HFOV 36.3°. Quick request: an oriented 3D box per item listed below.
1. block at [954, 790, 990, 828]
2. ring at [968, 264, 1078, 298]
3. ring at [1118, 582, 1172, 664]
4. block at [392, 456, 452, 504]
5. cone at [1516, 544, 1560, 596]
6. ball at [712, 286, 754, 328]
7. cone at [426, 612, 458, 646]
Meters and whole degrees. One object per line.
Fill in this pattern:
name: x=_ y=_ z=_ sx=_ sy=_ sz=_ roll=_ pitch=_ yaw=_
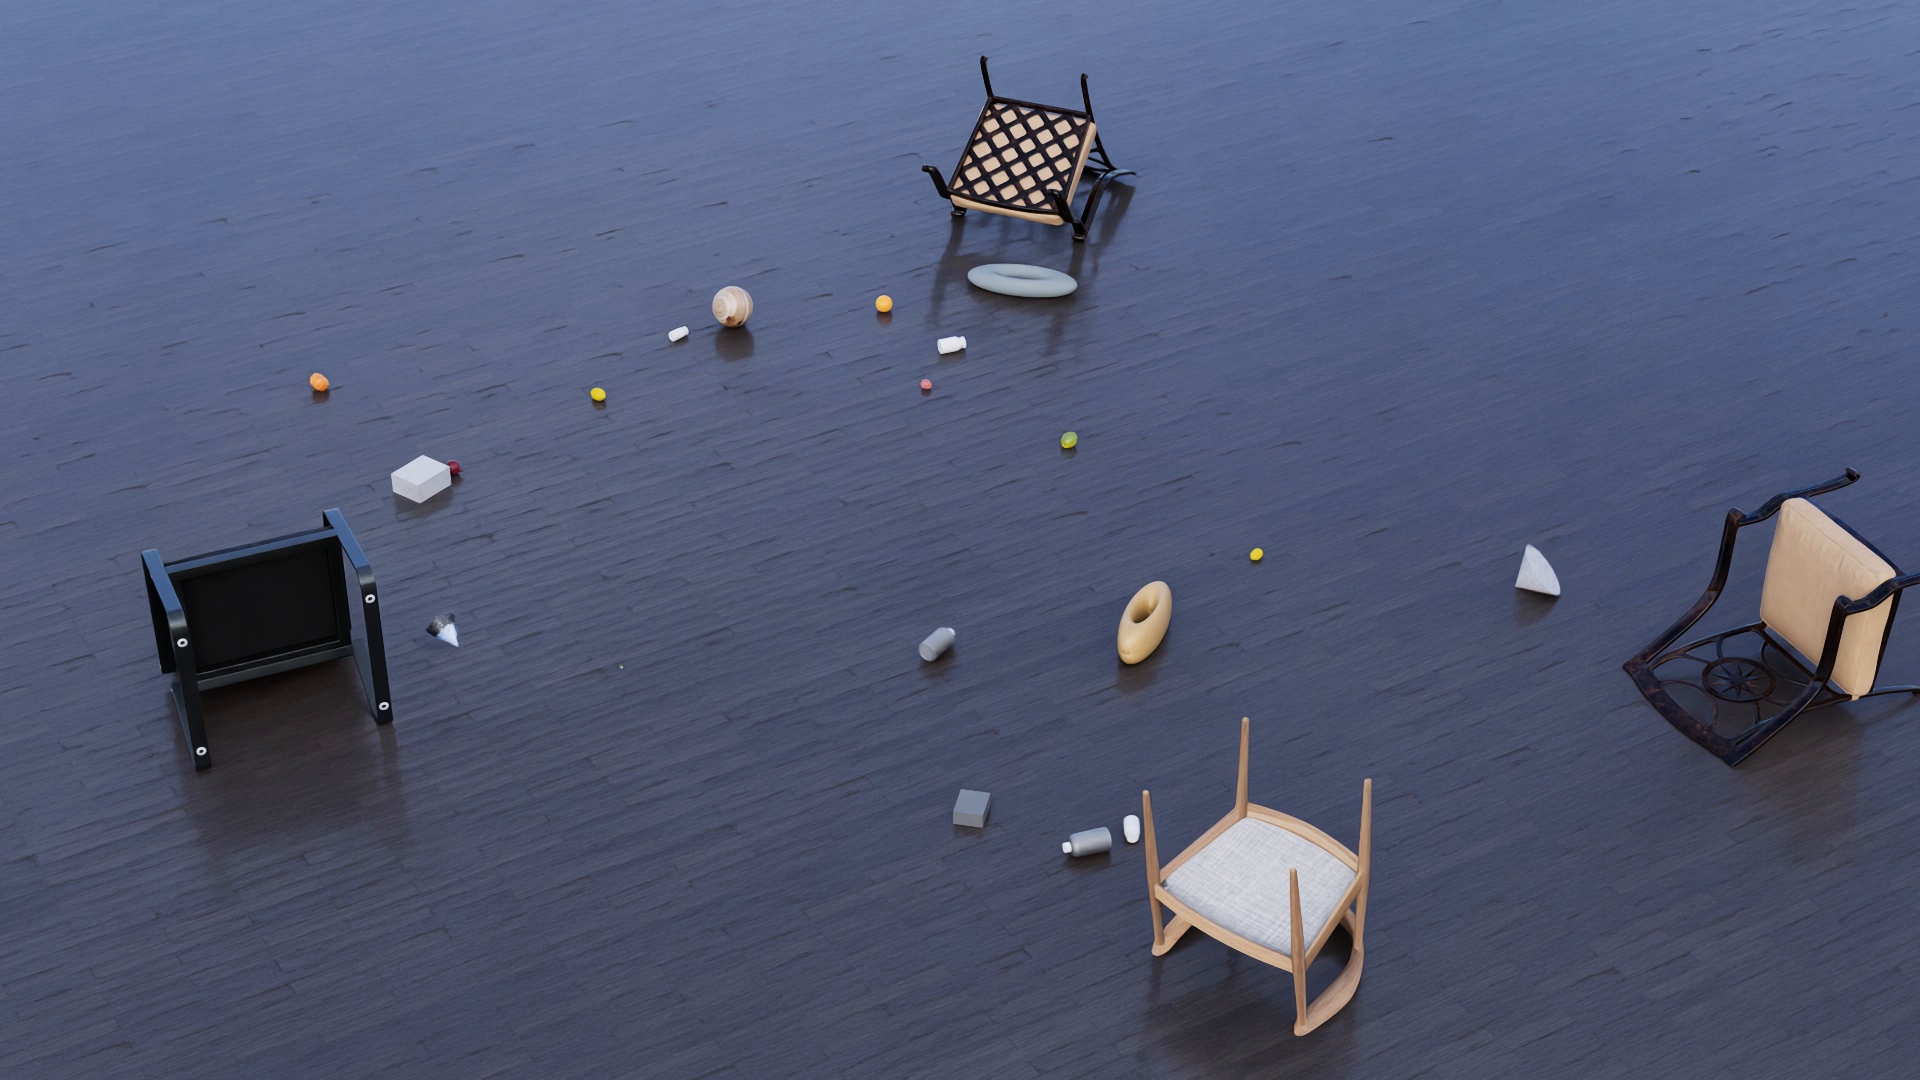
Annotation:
block: x=0.039 y=0.876 z=9.570 sx=0.099 sy=0.050 sz=0.121 roll=7 pitch=34 yaw=10
ring: x=0.267 y=-1.112 z=12.562 sx=0.483 sy=0.078 sz=0.200 roll=7 pitch=33 yaw=12
ring: x=0.654 y=0.290 z=10.372 sx=0.150 sy=0.147 sz=0.435 roll=9 pitch=33 yaw=19
block: x=-2.062 y=-0.233 z=11.225 sx=0.143 sy=0.081 sz=0.169 roll=22 pitch=39 yaw=30
cone: x=2.068 y=0.139 z=10.660 sx=0.123 sy=0.215 sz=0.207 roll=-33 pitch=36 yaw=27
ball: x=-0.952 y=-0.976 z=12.270 sx=0.172 sy=0.172 sz=0.172 roll=0 pitch=33 yaw=0
cone: x=-1.811 y=0.337 z=10.390 sx=0.113 sy=0.101 sz=0.115 roll=-37 pitch=70 yaw=-7
